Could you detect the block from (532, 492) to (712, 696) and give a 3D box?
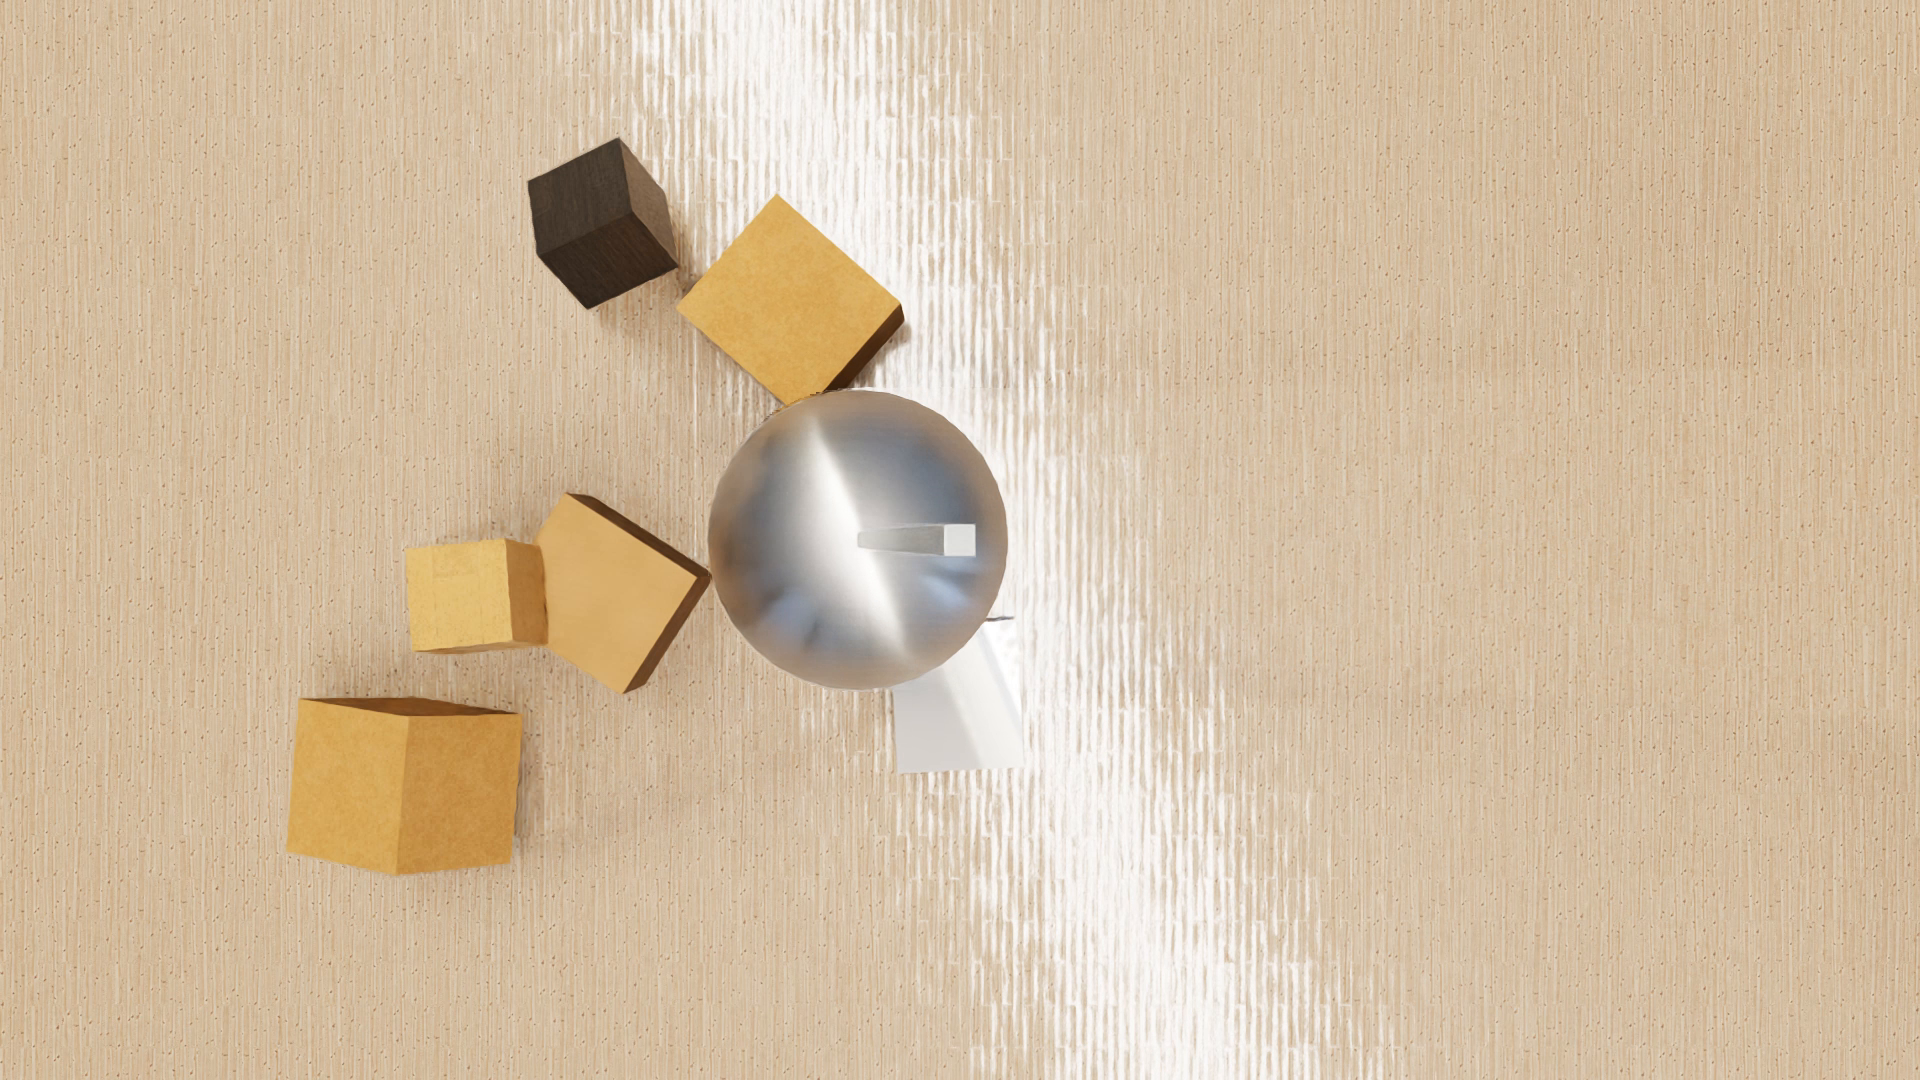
[{"bbox_3d":[-2.020,0.297,12.552,0.867,0.897,0.771,33,90,0],"label":"block"}]

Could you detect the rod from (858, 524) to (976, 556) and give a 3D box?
[{"bbox_3d":[-0.233,0.000,8.290,0.080,5.200,0.080,0,90,-5],"label":"rod"}]

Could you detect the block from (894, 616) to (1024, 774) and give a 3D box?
[{"bbox_3d":[-0.017,0.881,12.677,0.710,0.645,0.826,-3,90,0],"label":"block"}]

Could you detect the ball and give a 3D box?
[{"bbox_3d":[-0.539,0.000,11.676,1.600,1.600,1.600,0,90,0],"label":"ball"}]

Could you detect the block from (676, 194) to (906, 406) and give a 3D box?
[{"bbox_3d":[-0.939,-1.284,12.510,0.908,0.980,0.837,41,90,0],"label":"block"}]

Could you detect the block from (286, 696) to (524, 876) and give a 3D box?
[{"bbox_3d":[-3.123,1.364,12.398,0.889,0.855,0.853,5,90,34],"label":"block"}]

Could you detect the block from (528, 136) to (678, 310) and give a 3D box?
[{"bbox_3d":[-1.969,-1.743,12.134,0.586,0.513,0.582,-23,54,12],"label":"block"}]

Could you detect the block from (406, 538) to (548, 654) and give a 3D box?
[{"bbox_3d":[-2.592,0.311,11.820,0.553,0.540,0.540,-6,84,9],"label":"block"}]
